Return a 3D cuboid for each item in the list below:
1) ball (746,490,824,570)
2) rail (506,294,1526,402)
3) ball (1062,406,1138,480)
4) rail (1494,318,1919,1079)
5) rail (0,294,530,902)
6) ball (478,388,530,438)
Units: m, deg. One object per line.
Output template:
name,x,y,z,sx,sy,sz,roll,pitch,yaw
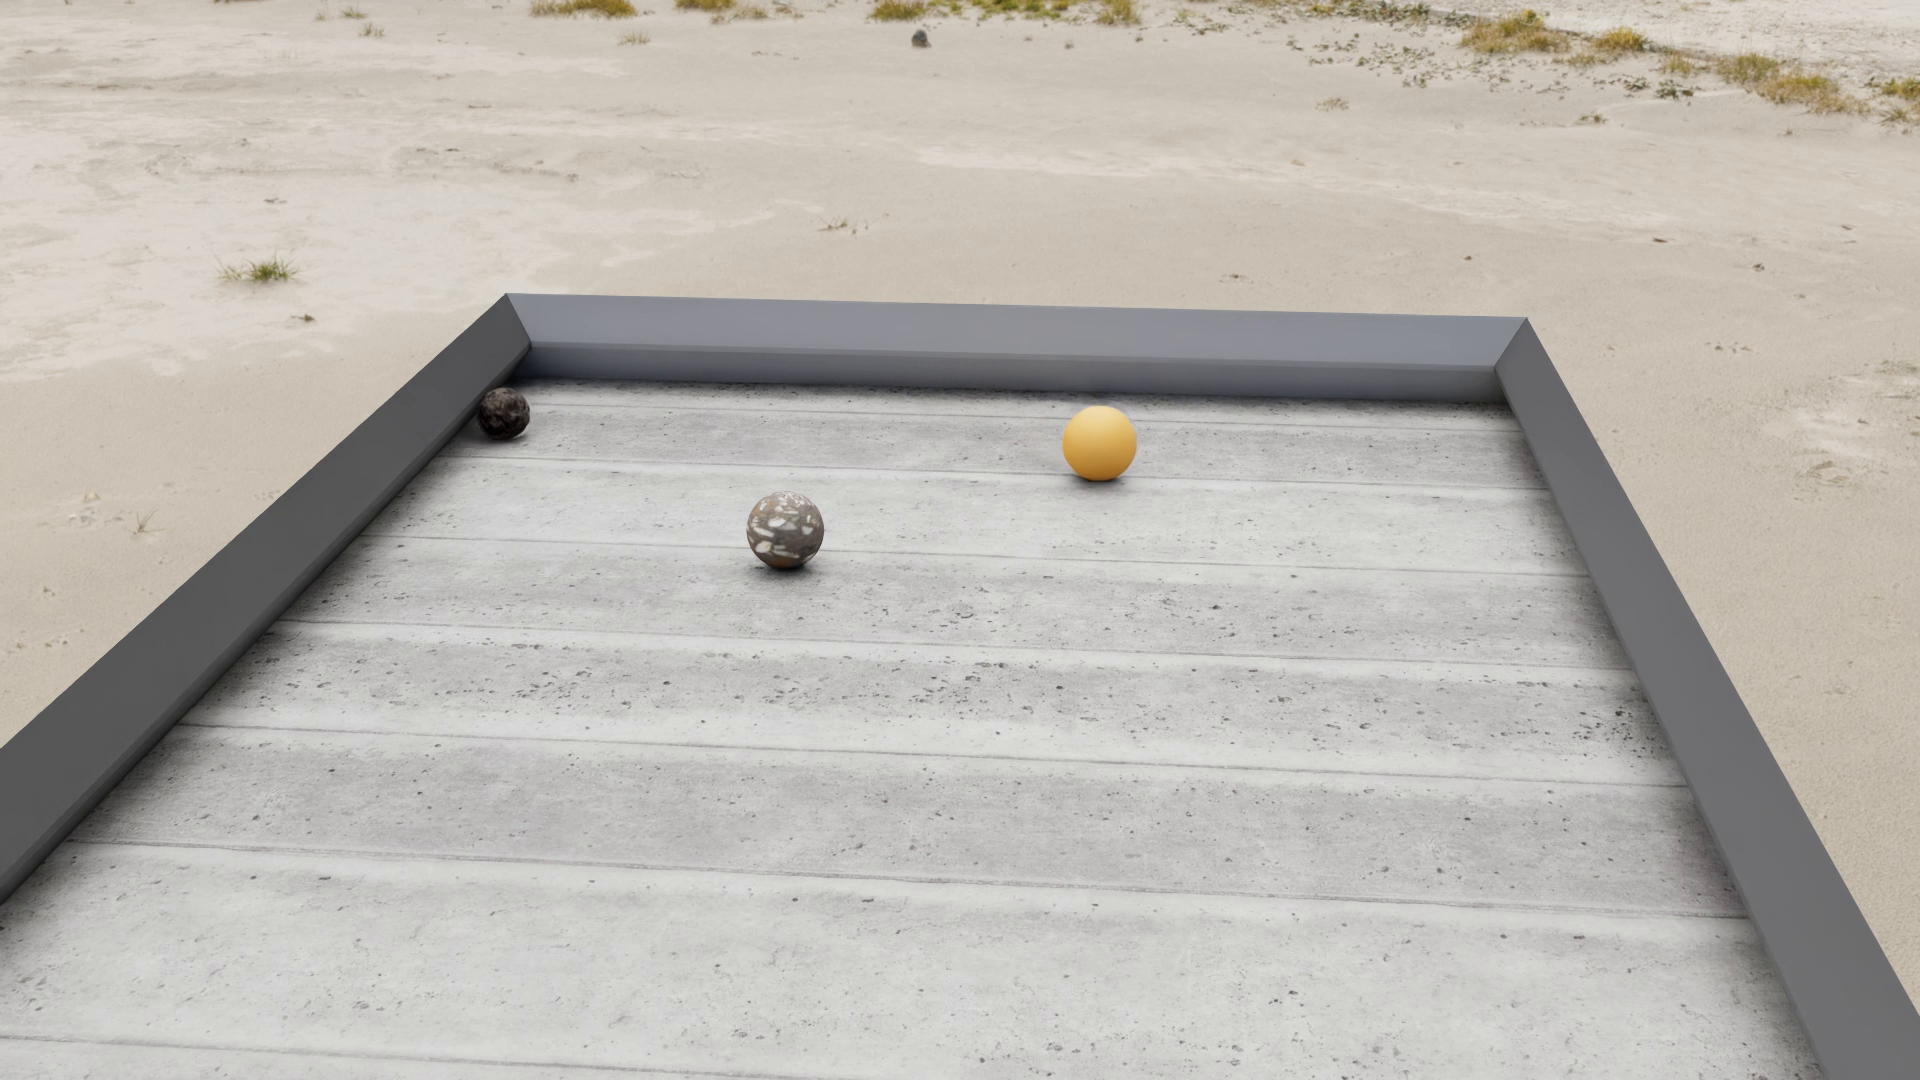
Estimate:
ball,-0.191,-0.011,2.410,0.086,0.086,0.086,0,21,0
rail,0.061,-0.257,2.999,1.398,0.118,0.045,2,21,5
ball,0.170,-0.118,2.681,0.091,0.091,0.091,0,21,0
rail,0.609,0.258,1.665,0.045,0.118,2.796,2,21,5
rail,-0.736,0.214,1.780,0.045,0.118,2.796,2,21,5
ball,-0.587,-0.163,2.832,0.066,0.066,0.066,0,21,0
